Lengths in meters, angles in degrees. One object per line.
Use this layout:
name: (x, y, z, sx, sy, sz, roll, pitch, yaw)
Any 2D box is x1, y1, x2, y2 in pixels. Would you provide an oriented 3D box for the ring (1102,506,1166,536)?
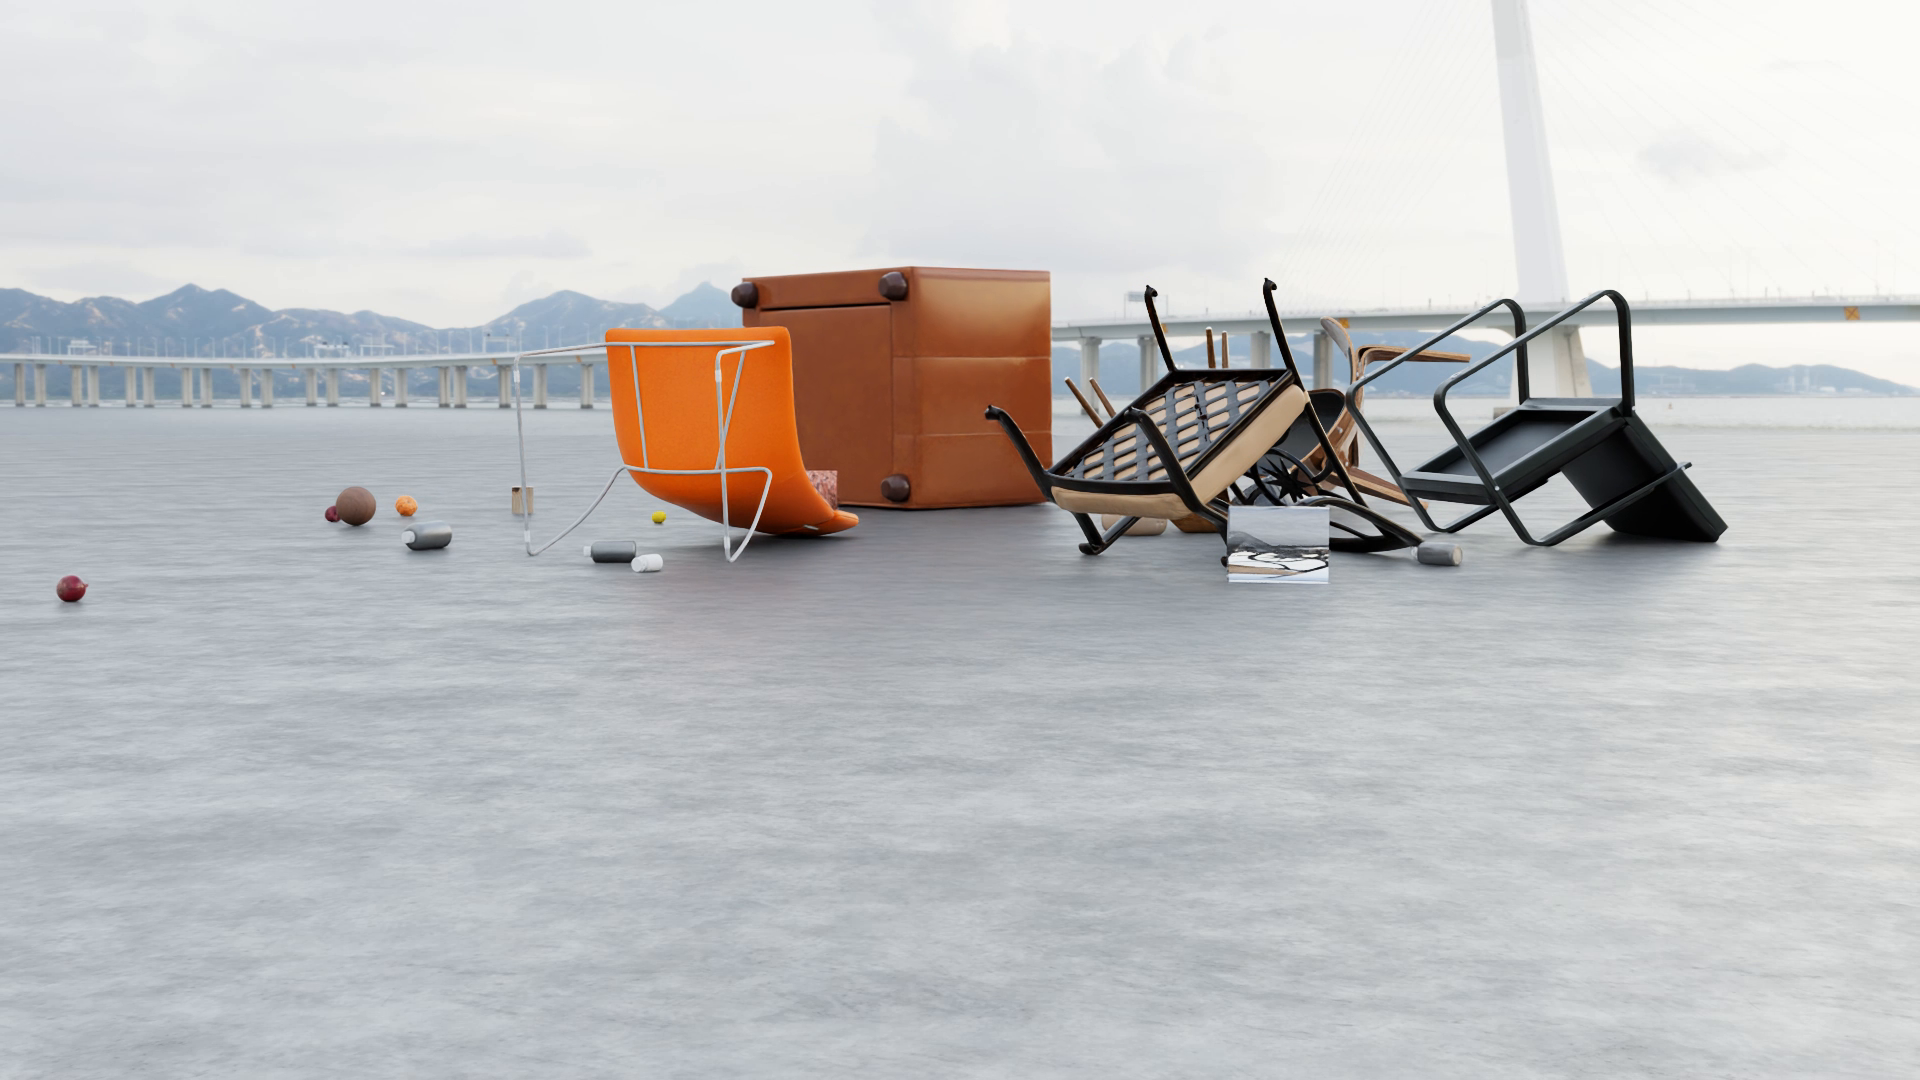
ring: (0.538, -0.060, 6.803, 0.170, 0.087, 0.242, -1, 5, -37)

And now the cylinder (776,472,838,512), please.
cylinder: (-0.558, -0.174, 8.011, 0.218, 0.136, 0.167, 0, 38, -1)

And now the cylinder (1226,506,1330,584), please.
cylinder: (0.739, 0.011, 5.097, 0.230, 0.178, 0.169, 1, 4, 10)

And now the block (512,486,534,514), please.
block: (-1.586, -0.146, 7.976, 0.075, 0.095, 0.066, -1, 4, -11)
